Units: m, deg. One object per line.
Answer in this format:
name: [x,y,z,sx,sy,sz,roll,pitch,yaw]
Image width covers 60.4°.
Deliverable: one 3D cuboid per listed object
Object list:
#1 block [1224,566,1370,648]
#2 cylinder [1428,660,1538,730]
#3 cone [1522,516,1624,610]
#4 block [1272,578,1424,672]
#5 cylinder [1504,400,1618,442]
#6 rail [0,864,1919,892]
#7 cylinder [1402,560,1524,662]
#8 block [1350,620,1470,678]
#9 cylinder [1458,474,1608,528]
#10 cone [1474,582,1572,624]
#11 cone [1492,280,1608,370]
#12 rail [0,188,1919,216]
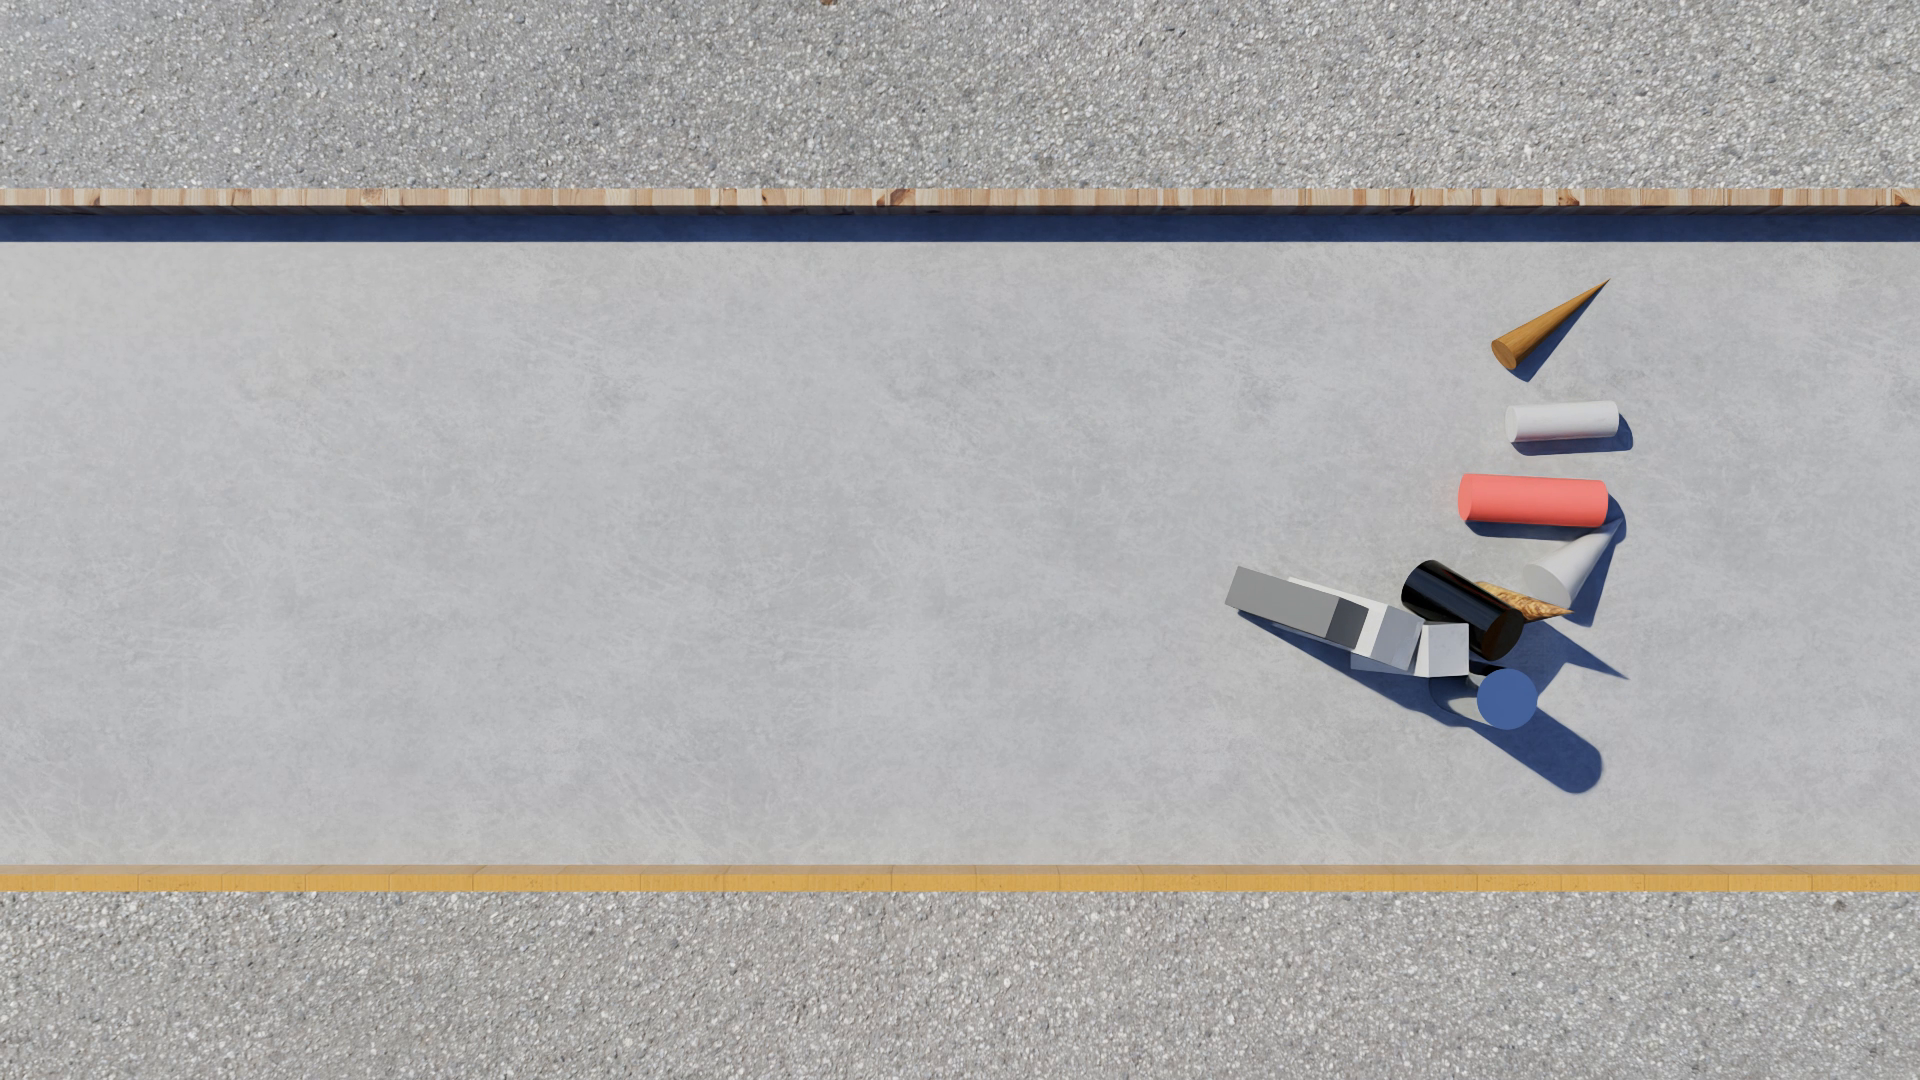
block: [0.984,0.195,4.851,0.123,0.453,0.123,20,90,-31]
cylinder: [1.532,0.447,4.851,0.172,0.448,0.172,0,90,-1]
cone: [1.911,0.033,5.033,0.364,0.179,0.179,-39,90,-14]
block: [1.138,0.243,4.856,0.158,0.419,0.158,19,90,-31]
cylinder: [1.830,-0.361,5.021,0.306,0.112,0.112,-3,90,0]
rail: [-2.247,1.025,5.001,12.000,0.150,0.050,0,90,0]
cylinder: [1.490,0.207,4.900,0.173,0.321,0.173,-18,125,-27]
block: [1.328,0.316,4.887,0.148,0.348,0.148,-1,90,-25]
cylinder: [1.735,-0.120,5.005,0.406,0.144,0.144,3,90,0]
cone: [1.667,0.205,4.854,0.161,0.414,0.161,0,89,-20]
cone: [1.830,-0.685,5.050,0.427,0.106,0.106,-35,90,-7]
rail: [-2.247,-1.025,5.002,12.000,0.150,0.050,0,90,0]
